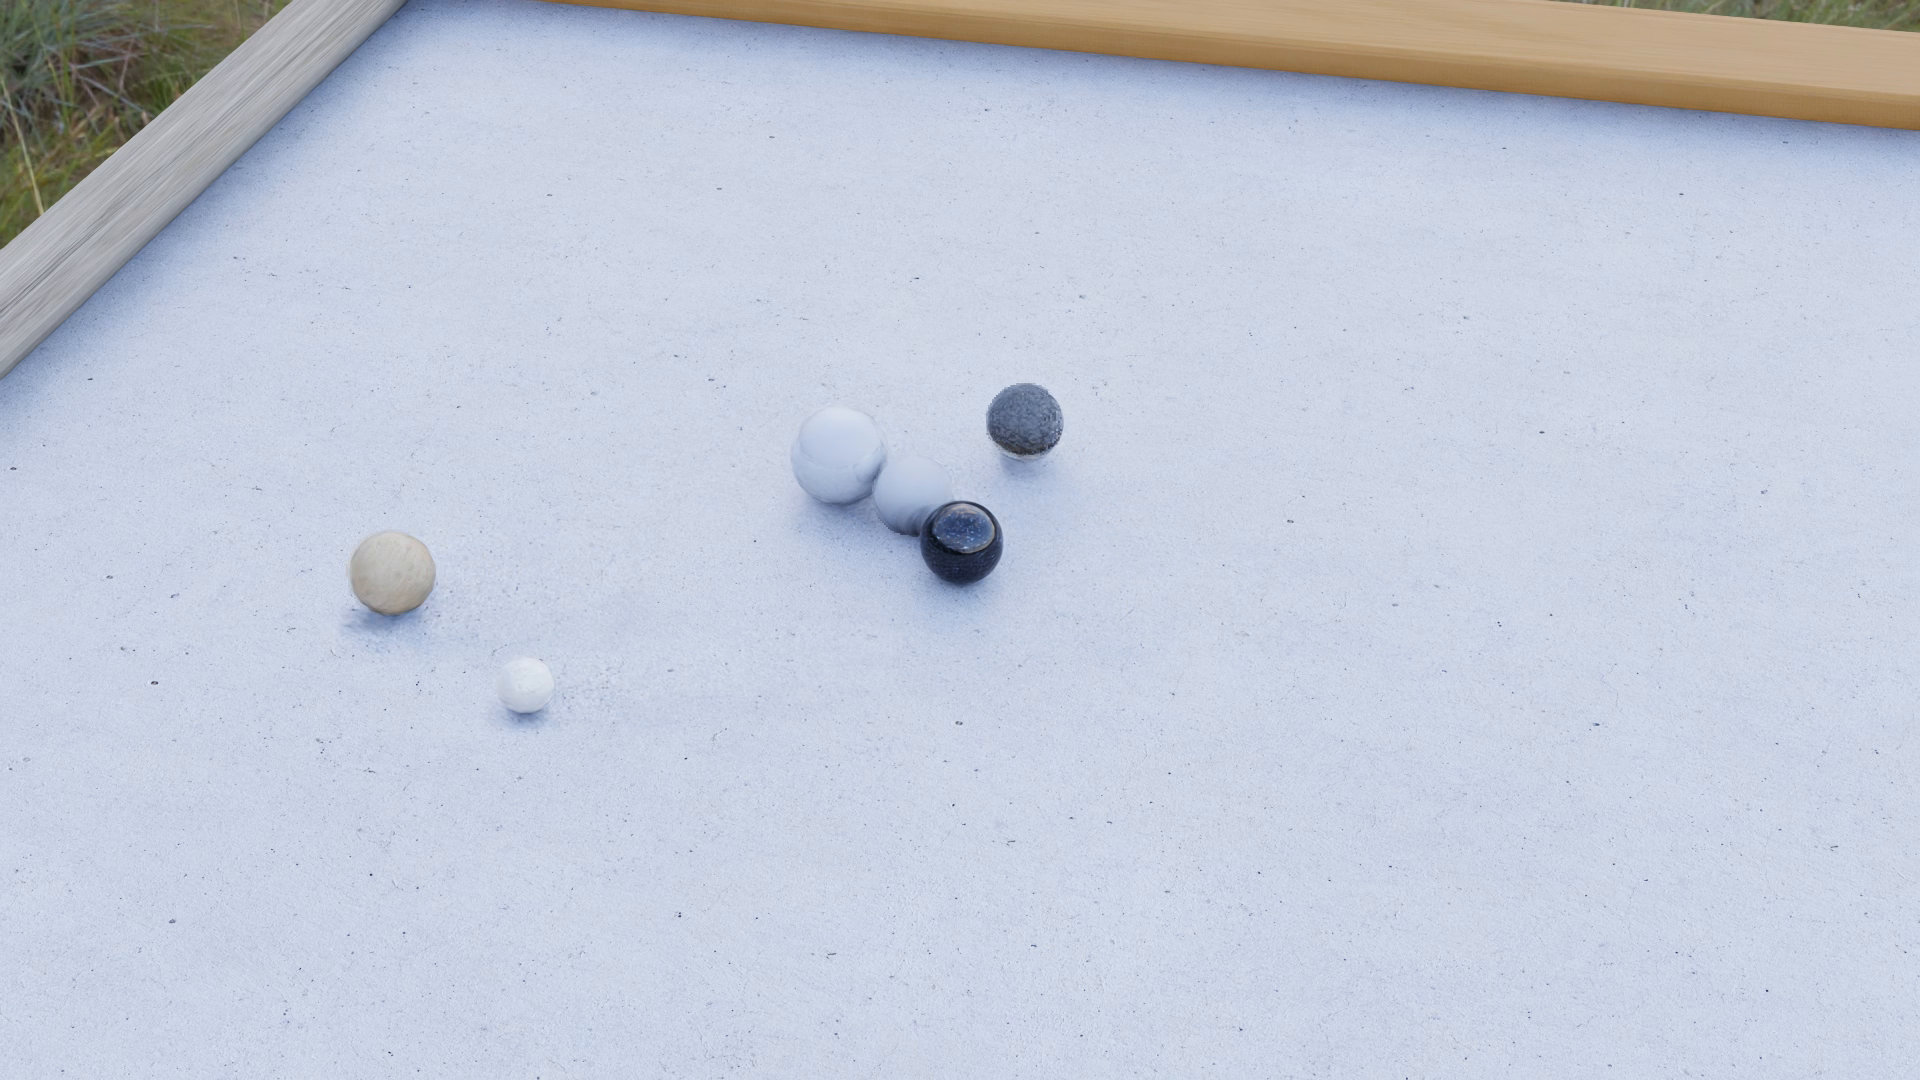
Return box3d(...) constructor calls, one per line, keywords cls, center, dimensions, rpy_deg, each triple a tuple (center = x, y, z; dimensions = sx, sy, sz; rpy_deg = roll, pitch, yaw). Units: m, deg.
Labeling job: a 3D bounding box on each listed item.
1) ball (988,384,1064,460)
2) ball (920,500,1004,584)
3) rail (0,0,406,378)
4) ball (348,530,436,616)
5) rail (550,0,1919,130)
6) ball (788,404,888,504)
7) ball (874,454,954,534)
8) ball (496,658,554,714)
box3d(cls="ball", center=(0.055, -0.098, 2.146), dimensions=(0.064, 0.064, 0.064), rpy_deg=(0, 34, 0))
box3d(cls="ball", center=(0.001, 0.002, 1.996), dimensions=(0.066, 0.066, 0.066), rpy_deg=(0, 34, 0))
box3d(cls="rail", center=(-0.849, -0.130, 2.154), dimensions=(0.045, 0.106, 2.054), rpy_deg=(8, 35, 11))
box3d(cls="ball", center=(-0.434, 0.025, 1.962), dimensions=(0.065, 0.065, 0.065), rpy_deg=(0, 34, 0))
box3d(cls="rail", center=(1.102, -0.450, 2.628), dimensions=(3.585, 0.106, 0.045), rpy_deg=(8, 35, 11))
box3d(cls="ball", center=(-0.099, -0.070, 2.088), dimensions=(0.081, 0.081, 0.081), rpy_deg=(0, 34, 0))
box3d(cls="ball", center=(-0.037, -0.037, 2.055), dimensions=(0.064, 0.064, 0.064), rpy_deg=(0, 34, 0))
box3d(cls="ball", center=(-0.316, 0.106, 1.864), dimensions=(0.041, 0.041, 0.041), rpy_deg=(0, 34, 0))
